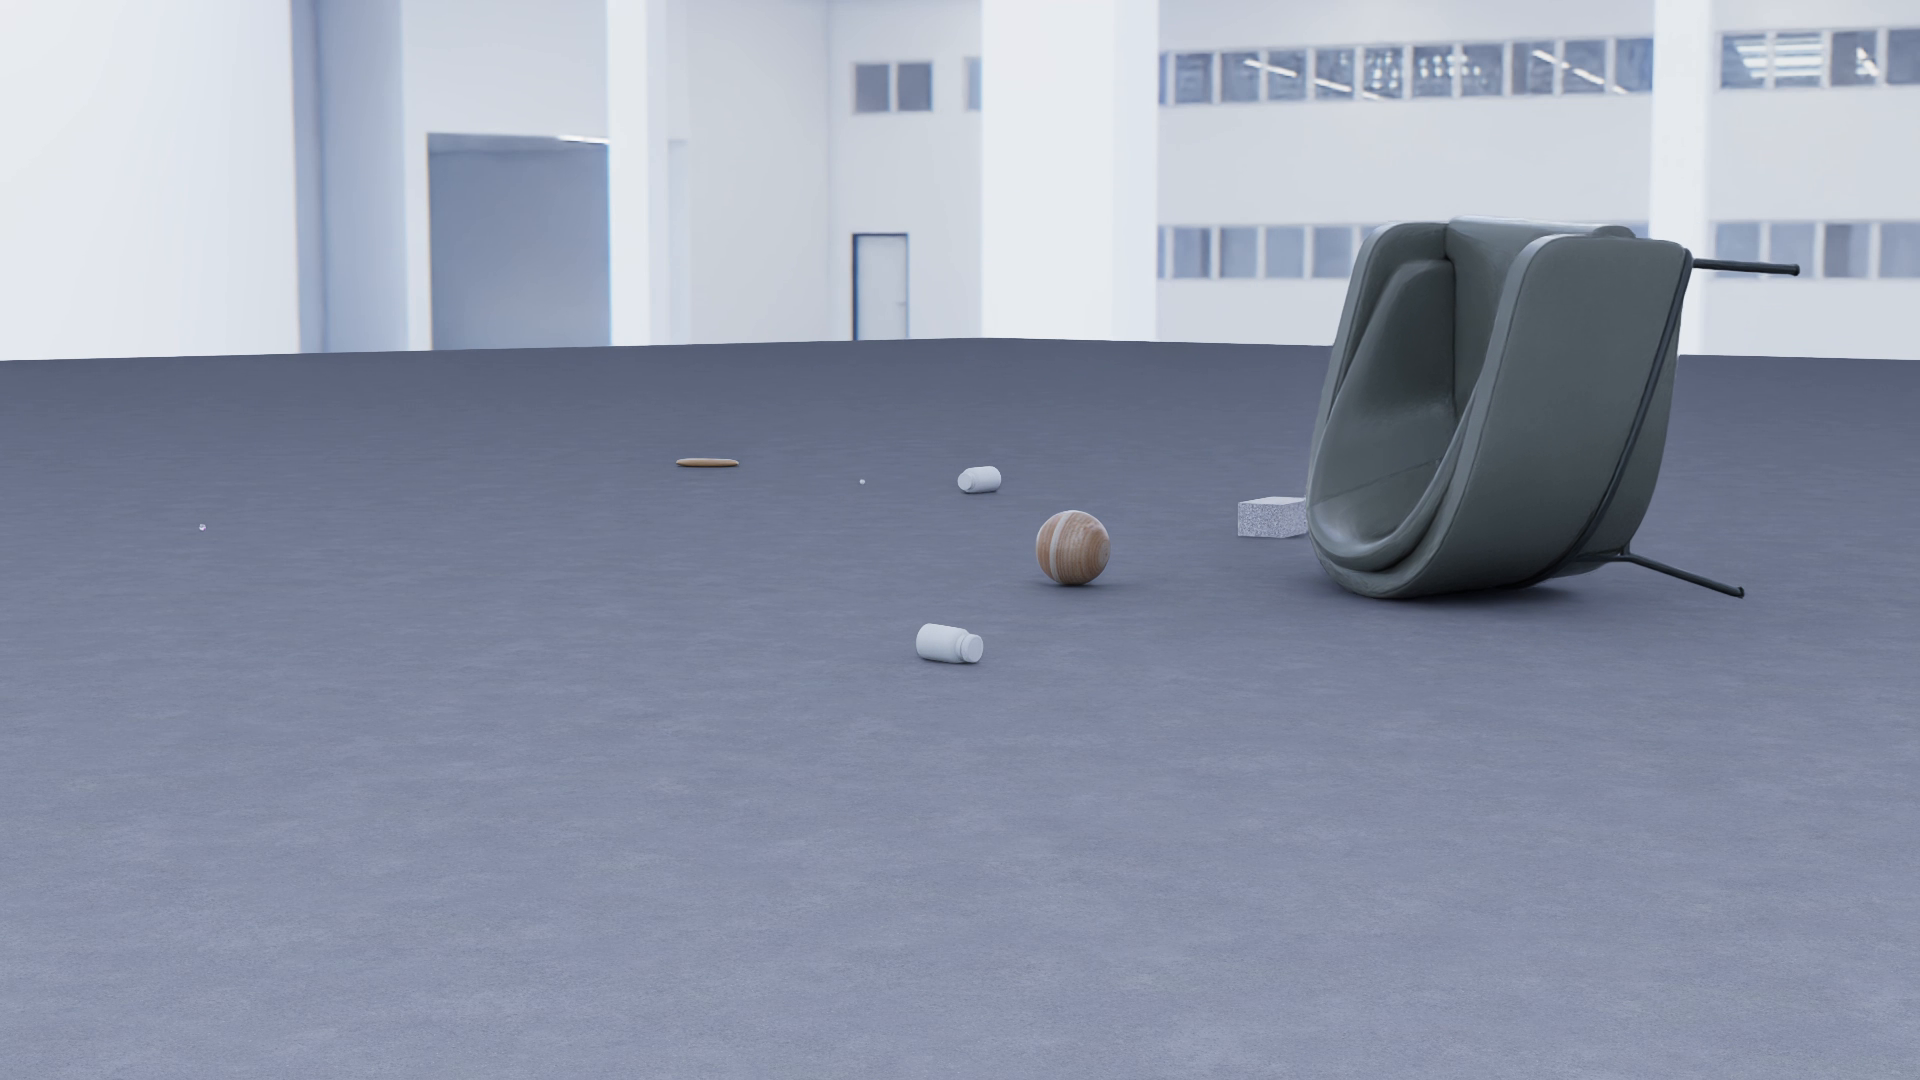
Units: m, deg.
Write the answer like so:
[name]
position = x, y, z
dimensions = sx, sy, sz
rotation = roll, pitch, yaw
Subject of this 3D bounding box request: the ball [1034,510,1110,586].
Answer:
[ball]
position = 0.240, 0.017, 5.462
dimensions = 0.161, 0.161, 0.161
rotation = 0, 6, 0

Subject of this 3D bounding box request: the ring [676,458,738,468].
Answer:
[ring]
position = -0.874, -0.267, 8.872
dimensions = 0.220, 0.026, 0.082
rotation = 1, 5, 5

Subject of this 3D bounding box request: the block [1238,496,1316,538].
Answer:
[block]
position = 0.813, -0.059, 6.580
dimensions = 0.123, 0.084, 0.212
rotation = 4, 7, 31
